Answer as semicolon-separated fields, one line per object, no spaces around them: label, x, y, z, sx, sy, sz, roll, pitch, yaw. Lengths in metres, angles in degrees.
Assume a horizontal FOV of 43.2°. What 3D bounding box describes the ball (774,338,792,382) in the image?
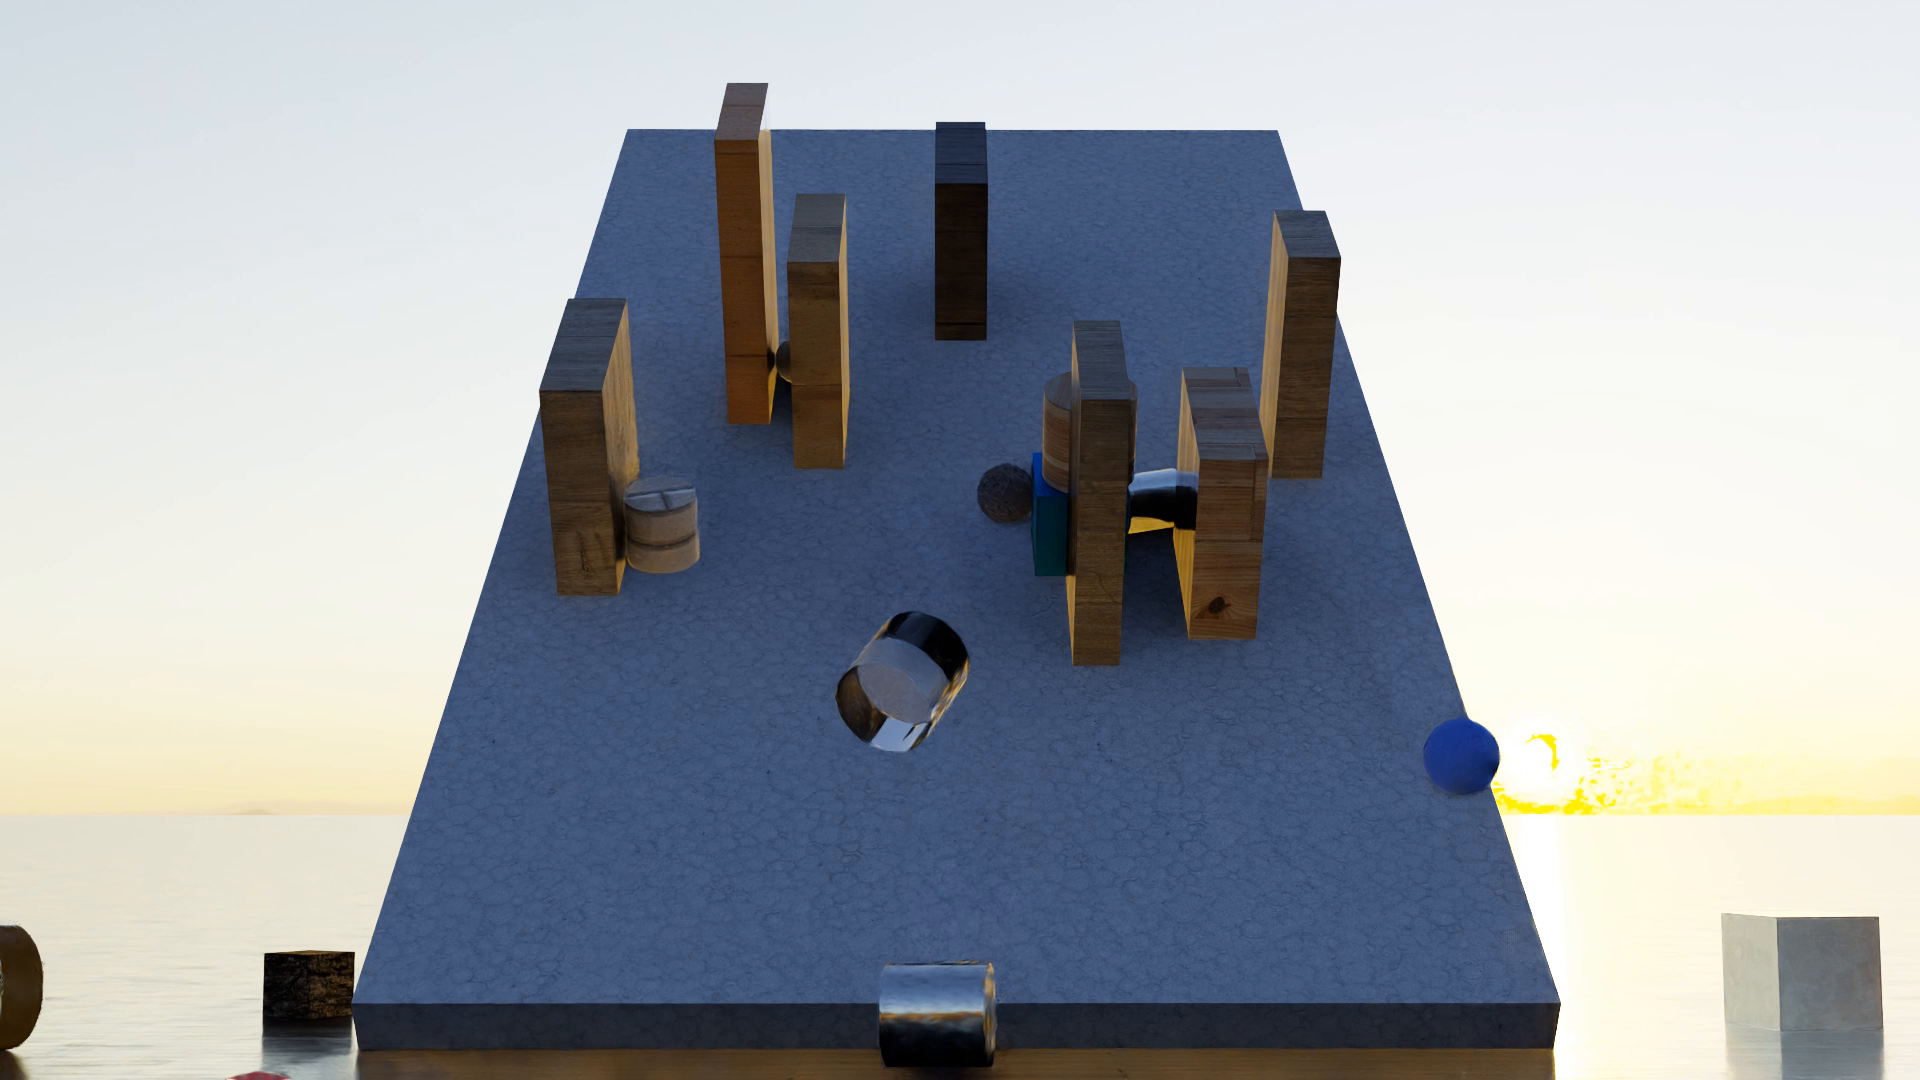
ball;-0.395;-0.441;5.933;0.117;0.117;0.117;0;-6;0

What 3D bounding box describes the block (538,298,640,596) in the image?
block;-0.783;-0.203;5.164;0.127;0.484;0.439;0;30;0

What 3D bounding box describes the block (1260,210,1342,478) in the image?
block;0.771;-0.444;5.520;0.116;0.550;0.265;0;30;0

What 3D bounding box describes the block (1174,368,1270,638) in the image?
block;0.537;-0.081;5.030;0.136;0.418;0.407;0;30;0

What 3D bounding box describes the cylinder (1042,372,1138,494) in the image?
cylinder;0.273;-0.226;5.108;0.197;0.197;0.197;0;30;0

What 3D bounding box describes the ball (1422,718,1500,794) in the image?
ball;0.929;0.401;4.487;0.141;0.141;0.141;0;-6;0

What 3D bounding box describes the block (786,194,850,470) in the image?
block;-0.324;-0.486;5.614;0.114;0.518;0.390;0;30;0

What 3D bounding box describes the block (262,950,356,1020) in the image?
block;-1.267;0.864;4.715;0.121;0.121;0.121;-4;-7;29

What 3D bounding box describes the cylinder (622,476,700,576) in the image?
cylinder;-0.640;-0.032;5.198;0.156;0.156;0.156;0;30;0

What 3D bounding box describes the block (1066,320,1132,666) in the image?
block;0.274;-0.094;4.871;0.094;0.601;0.346;0;30;0

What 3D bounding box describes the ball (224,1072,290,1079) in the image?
ball;-0.686;0.590;2.353;0.144;0.144;0.144;0;-6;0

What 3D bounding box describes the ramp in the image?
ramp;-0.014;-0.206;5.750;2.000;0.100;4.000;0;30;0

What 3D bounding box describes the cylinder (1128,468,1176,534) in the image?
cylinder;0.414;-0.085;5.322;0.129;0.129;0.129;-11;-4;-13

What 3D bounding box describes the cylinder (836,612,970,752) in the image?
cylinder;-0.108;0.271;4.647;0.196;0.196;0.196;-3;27;26

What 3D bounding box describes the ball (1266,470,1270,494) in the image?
ball;0.588;-0.135;5.345;0.191;0.191;0.191;0;-6;0

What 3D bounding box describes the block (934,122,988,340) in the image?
block;0.002;-0.799;6.239;0.131;0.427;0.424;0;30;0

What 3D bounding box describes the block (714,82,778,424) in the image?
block;-0.502;-0.679;5.747;0.098;0.715;0.371;0;30;0

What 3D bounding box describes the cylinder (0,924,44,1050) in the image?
cylinder;-1.654;0.736;3.965;0.210;0.210;0.210;-5;-8;36

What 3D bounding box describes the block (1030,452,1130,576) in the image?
block;0.256;-0.057;5.207;0.195;0.195;0.195;-1;30;-1

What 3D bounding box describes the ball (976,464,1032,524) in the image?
ball;0.103;-0.102;5.346;0.132;0.132;0.132;0;-6;0

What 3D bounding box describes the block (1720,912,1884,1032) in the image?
block;1.561;0.798;4.499;0.205;0.205;0.205;1;-6;-11
